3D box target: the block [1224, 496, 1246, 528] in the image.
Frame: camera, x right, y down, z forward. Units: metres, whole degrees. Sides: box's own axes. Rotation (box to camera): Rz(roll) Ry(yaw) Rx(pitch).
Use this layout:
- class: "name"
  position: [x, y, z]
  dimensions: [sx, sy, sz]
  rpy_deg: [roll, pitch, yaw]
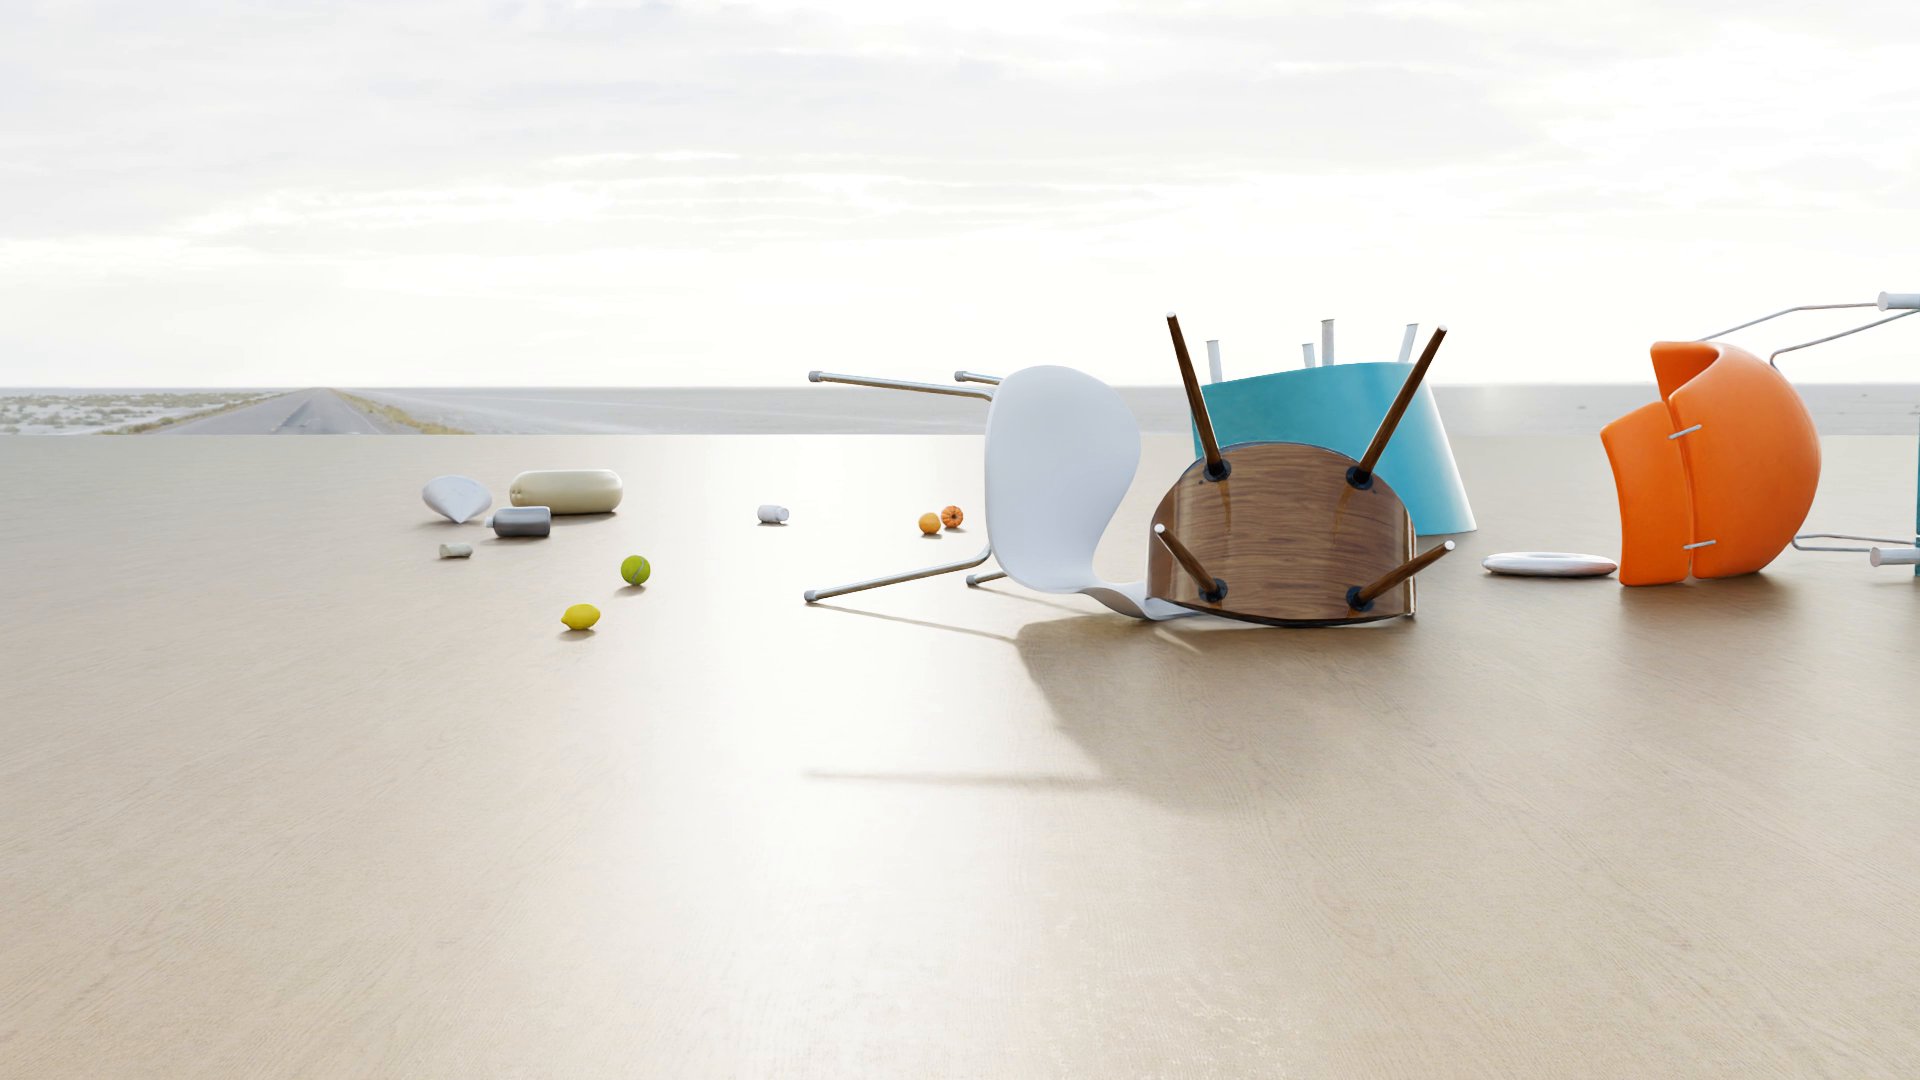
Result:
- class: "block"
  position: [0.897, -0.094, 7.172]
  dimensions: [0.066, 0.102, 0.038]
  rpy_deg: [1, 4, 12]

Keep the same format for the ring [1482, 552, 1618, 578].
- class: "ring"
  position: [1.431, 0.060, 5.340]
  dimensions: [0.322, 0.045, 0.315]
  rpy_deg: [1, 4, 7]

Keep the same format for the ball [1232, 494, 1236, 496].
- class: "ball"
  position: [0.998, -0.133, 8.011]
  dimensions: [0.064, 0.064, 0.064]
  rpy_deg: [0, 4, 0]

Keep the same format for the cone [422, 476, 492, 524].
- class: "cone"
  position: [-1.700, -0.101, 7.454]
  dimensions: [0.238, 0.158, 0.234]
  rpy_deg: [11, 20, -20]

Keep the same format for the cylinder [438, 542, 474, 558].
- class: "cylinder"
  position: [-1.348, 0.027, 5.885]
  dimensions: [0.071, 0.037, 0.059]
  rpy_deg: [-3, 9, -41]

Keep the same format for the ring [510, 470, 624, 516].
- class: "ring"
  position: [-1.420, -0.174, 7.953]
  dimensions: [0.284, 0.158, 0.497]
  rpy_deg: [1, 3, 36]
